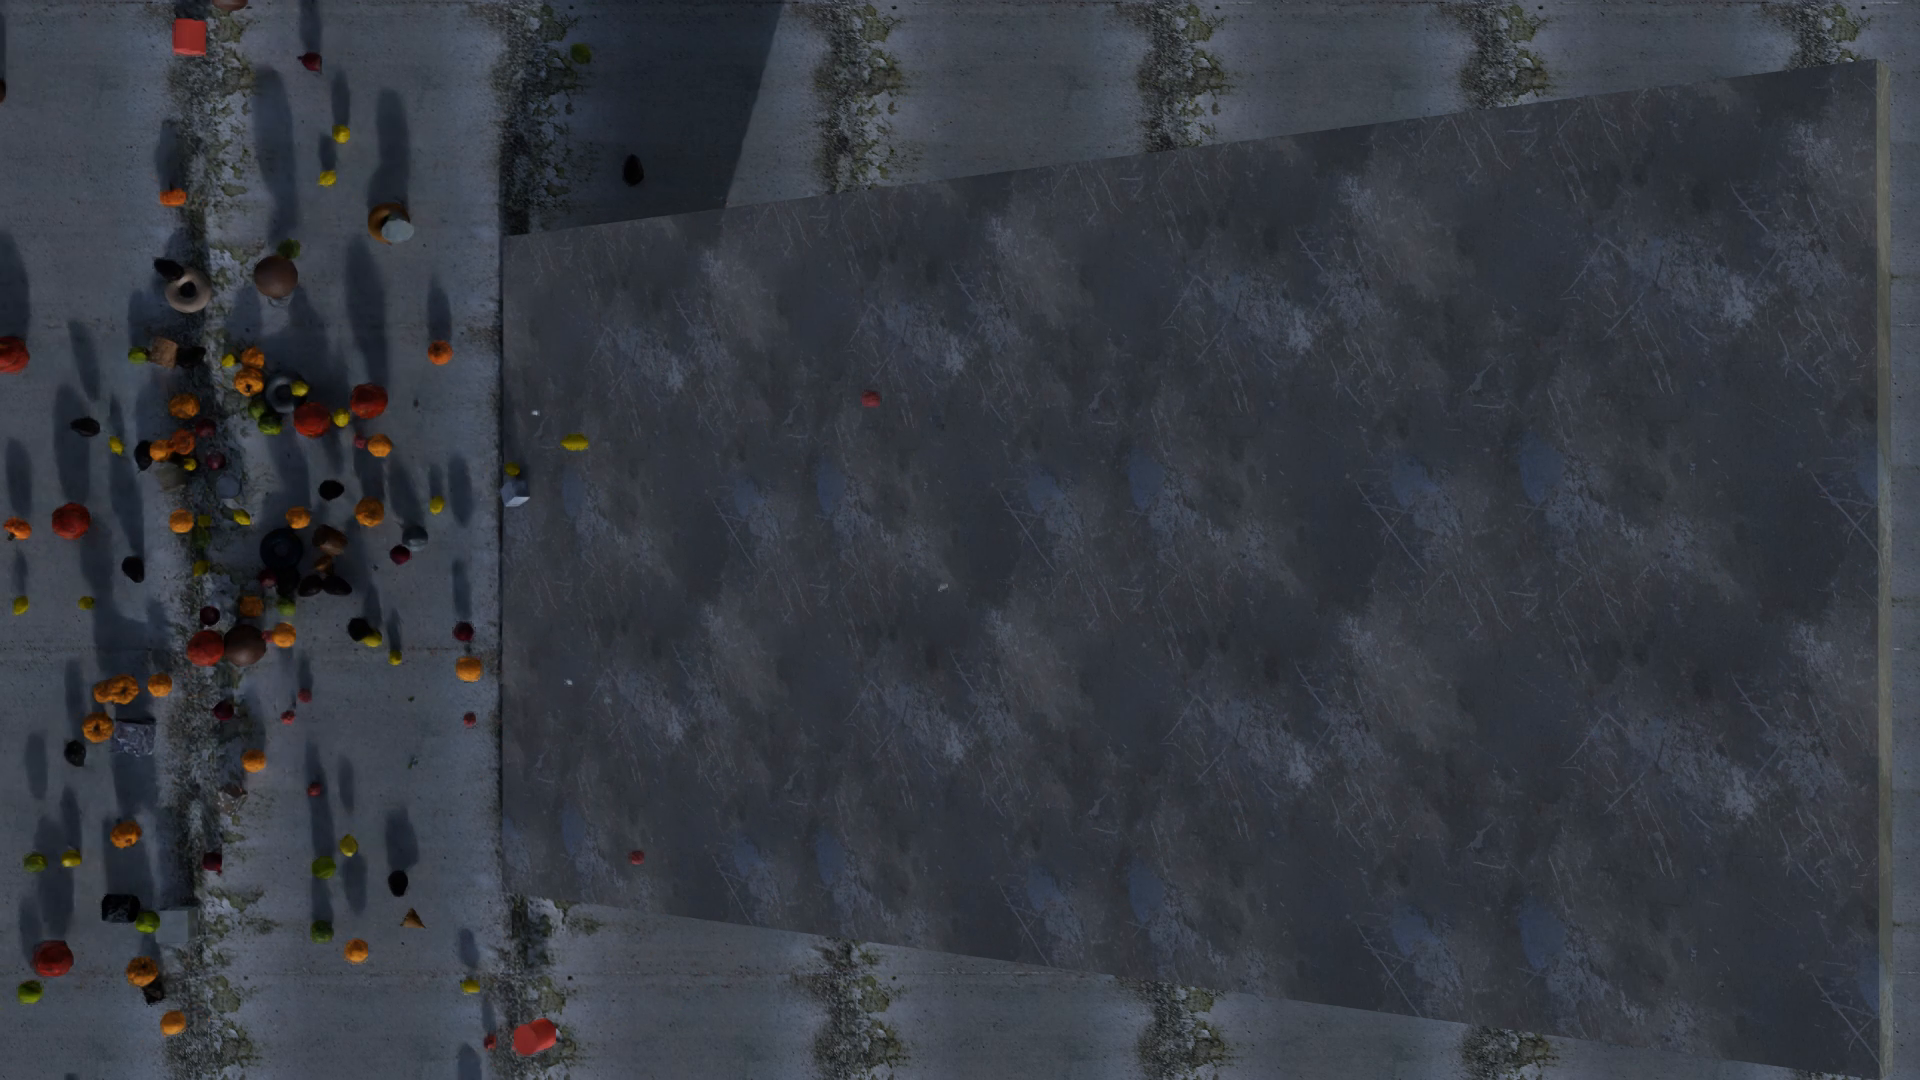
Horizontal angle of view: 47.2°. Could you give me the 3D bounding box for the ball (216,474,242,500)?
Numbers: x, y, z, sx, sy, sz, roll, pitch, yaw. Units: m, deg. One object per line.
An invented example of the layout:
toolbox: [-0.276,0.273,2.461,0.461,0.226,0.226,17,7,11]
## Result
ball: [-2.248,-0.163,6.758,0.075,0.075,0.075,0,90,0]

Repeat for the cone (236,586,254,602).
cone: [-2.200,0.169,6.781,0.053,0.053,0.053,8,90,-27]

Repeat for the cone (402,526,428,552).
cone: [-1.682,-0.004,6.752,0.080,0.080,0.080,0,93,-1]

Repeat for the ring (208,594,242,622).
ring: [-2.257,0.207,6.747,0.111,0.111,0.037,28,52,0]

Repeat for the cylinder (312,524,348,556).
cylinder: [-1.909,0.000,6.661,0.073,0.073,0.073,-16,59,28]

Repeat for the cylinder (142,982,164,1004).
cylinder: [-2.476,1.392,6.755,0.054,0.054,0.054,-18,86,0]

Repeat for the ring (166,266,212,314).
ring: [-2.378,-0.770,6.776,0.144,0.048,0.144,0,88,0]

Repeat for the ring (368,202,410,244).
ring: [-1.761,-0.978,6.780,0.130,0.043,0.130,0,89,-1]

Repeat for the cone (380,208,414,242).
cone: [-1.727,-0.982,6.735,0.100,0.100,0.100,-15,56,0]

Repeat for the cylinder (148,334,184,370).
cylinder: [-2.442,-0.576,6.756,0.082,0.082,0.082,28,105,0]

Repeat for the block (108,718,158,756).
block: [-2.535,0.605,6.741,0.098,0.098,0.098,9,90,0]

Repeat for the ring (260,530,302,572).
ring: [-2.090,0.032,6.773,0.131,0.044,0.131,0,91,-1]

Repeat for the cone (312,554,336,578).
cone: [-1.947,0.090,6.778,0.068,0.068,0.068,-33,116,0]

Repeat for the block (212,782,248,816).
block: [-2.241,0.796,6.747,0.065,0.065,0.065,26,105,3]

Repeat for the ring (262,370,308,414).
ring: [-2.079,-0.457,6.775,0.137,0.046,0.137,0,89,1]

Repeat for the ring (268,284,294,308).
ring: [-2.086,-0.749,6.753,0.028,0.084,0.084,29,90,33]

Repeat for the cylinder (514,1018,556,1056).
cylinder: [-1.290,1.508,6.676,0.092,0.092,0.092,1,92,28]

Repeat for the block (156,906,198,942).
block: [-2.399,1.176,6.738,0.095,0.095,0.095,-1,90,0]

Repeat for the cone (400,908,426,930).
cone: [-1.662,1.169,6.717,0.069,0.069,0.069,34,90,1]

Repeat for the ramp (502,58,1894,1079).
ramp: [0.231,0.065,5.549,4.000,0.100,2.000,0,89,37]

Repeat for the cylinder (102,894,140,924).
cylinder: [-2.575,1.130,6.743,0.083,0.083,0.083,3,90,3]

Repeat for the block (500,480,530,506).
block: [-1.344,-0.142,6.641,0.058,0.058,0.058,-37,69,31]
